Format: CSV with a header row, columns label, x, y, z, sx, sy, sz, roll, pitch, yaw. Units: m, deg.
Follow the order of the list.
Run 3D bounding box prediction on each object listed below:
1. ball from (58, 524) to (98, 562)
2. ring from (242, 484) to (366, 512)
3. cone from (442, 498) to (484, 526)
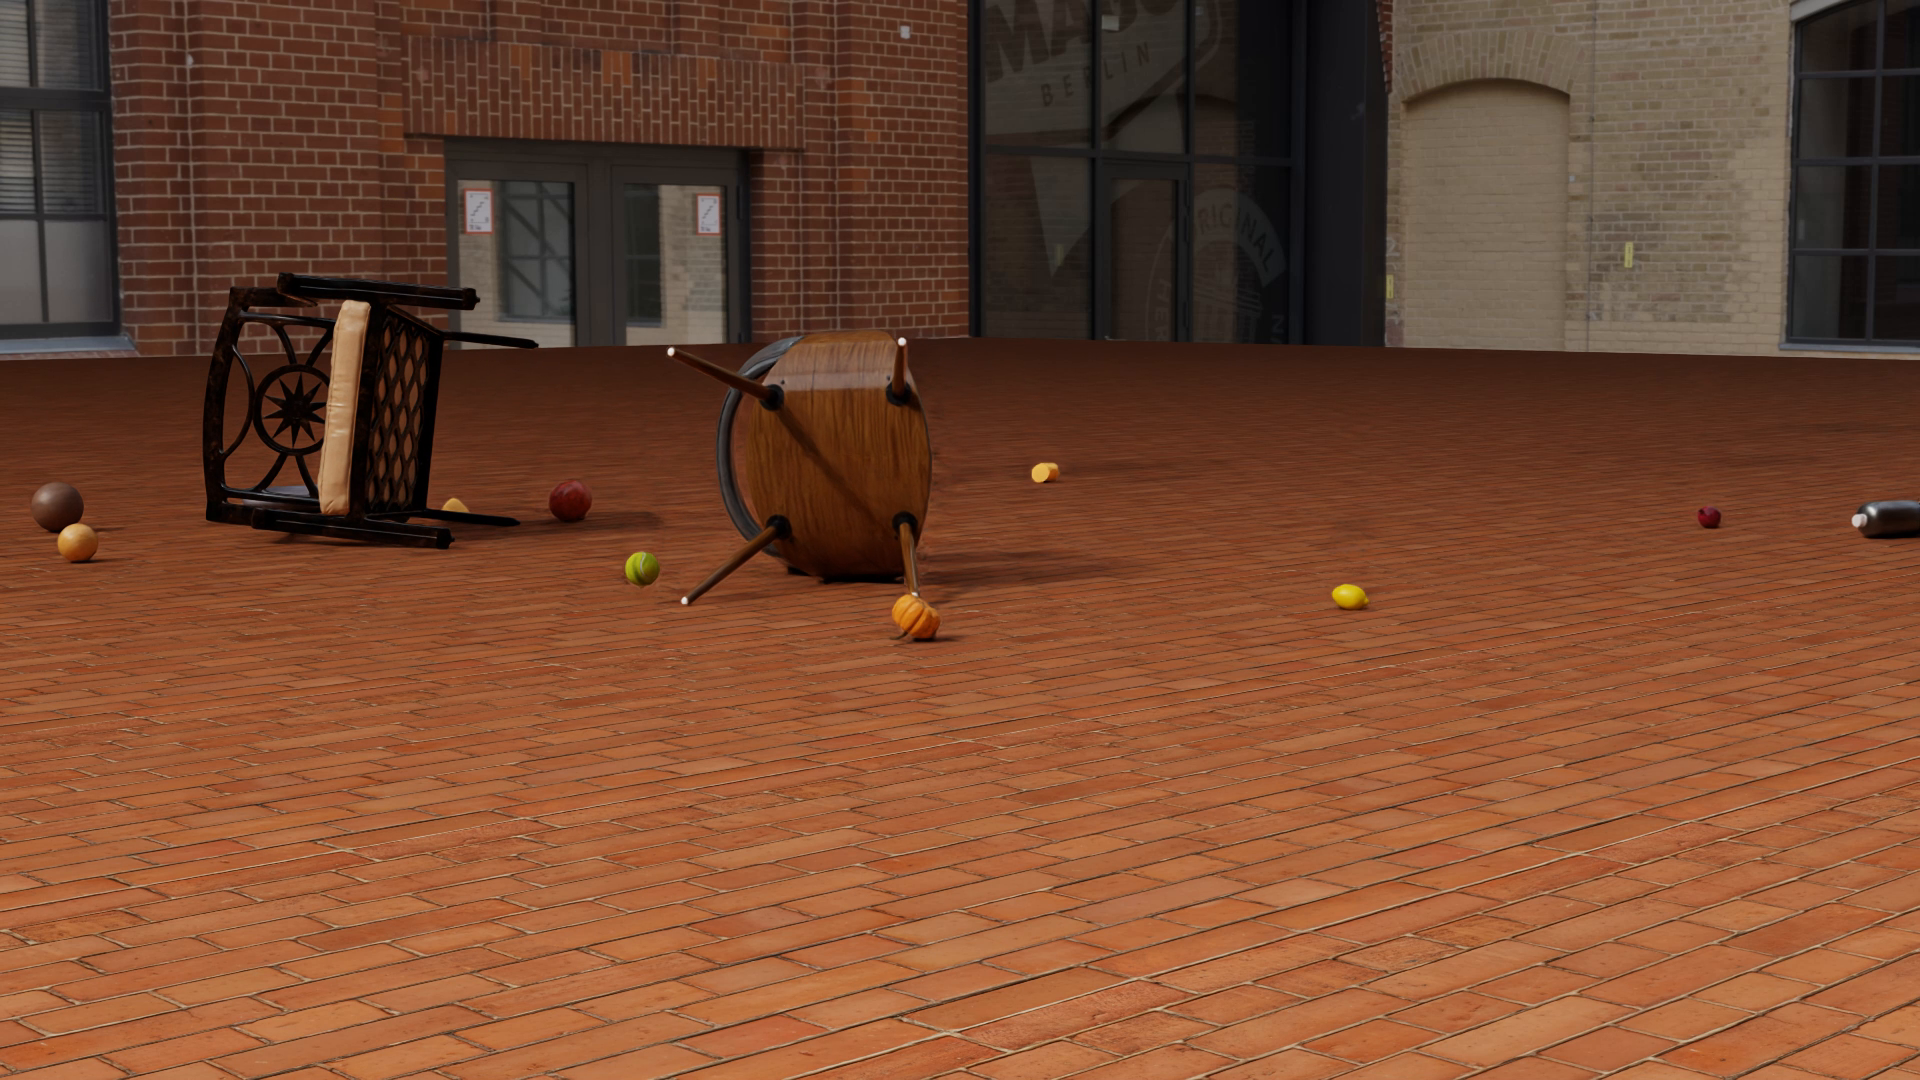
label,x,y,z,sx,sy,sz,roll,pitch,yaw
ball,-2.032,0.007,5.910,0.090,0.090,0.090,0,6,0
ring,-1.855,-0.118,7.260,0.283,0.062,0.379,3,6,35
cone,-1.308,-0.059,6.825,0.134,0.067,0.065,21,42,34
